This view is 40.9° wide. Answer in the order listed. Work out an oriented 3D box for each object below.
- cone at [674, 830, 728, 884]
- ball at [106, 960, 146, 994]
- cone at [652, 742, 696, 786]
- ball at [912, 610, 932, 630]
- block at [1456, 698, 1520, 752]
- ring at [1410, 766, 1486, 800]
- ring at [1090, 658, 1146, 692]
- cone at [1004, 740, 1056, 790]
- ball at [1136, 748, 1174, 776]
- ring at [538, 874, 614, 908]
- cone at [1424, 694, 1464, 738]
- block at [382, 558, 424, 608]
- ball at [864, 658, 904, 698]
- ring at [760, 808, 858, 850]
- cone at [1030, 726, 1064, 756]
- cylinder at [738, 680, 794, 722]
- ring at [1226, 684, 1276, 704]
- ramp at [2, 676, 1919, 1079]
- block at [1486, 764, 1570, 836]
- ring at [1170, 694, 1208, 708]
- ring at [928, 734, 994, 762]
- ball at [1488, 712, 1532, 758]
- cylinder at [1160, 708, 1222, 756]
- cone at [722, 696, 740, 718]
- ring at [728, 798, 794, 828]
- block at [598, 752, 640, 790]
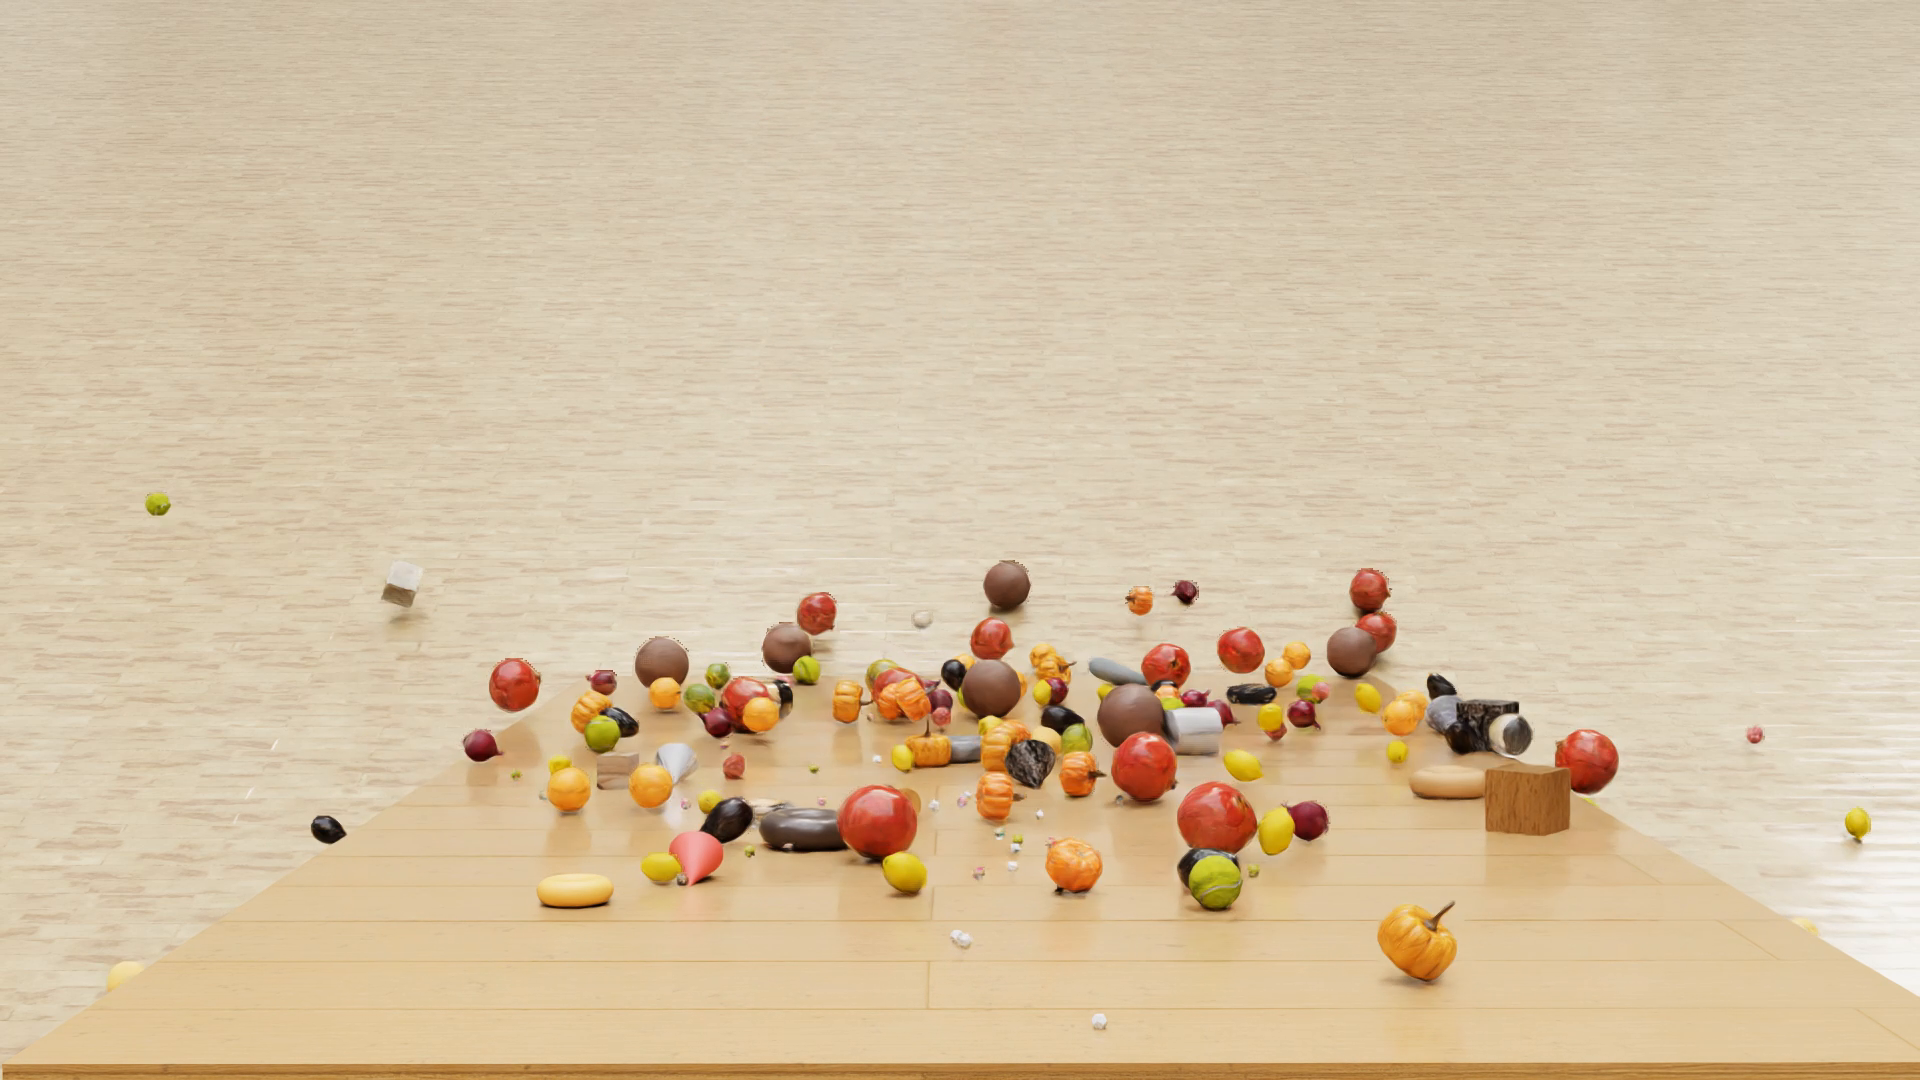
[{"bbox_3d":[-0.369,0.455,3.556,0.077,0.077,0.077,5,46,12],"label":"cone"},{"bbox_3d":[-1.720,0.914,5.322,0.087,0.087,0.087,0,23,0],"label":"ball"},{"bbox_3d":[-0.505,0.413,4.551,0.078,0.078,0.078,-2,36,-4],"label":"cone"},{"bbox_3d":[-0.102,0.219,7.002,0.053,0.053,0.053,0,23,0],"label":"ball"},{"bbox_3d":[1.032,0.362,5.031,0.092,0.092,0.092,2,3,36],"label":"block"},{"bbox_3d":[0.834,0.414,4.392,0.134,0.045,0.134,-1,3,0],"label":"ring"},{"bbox_3d":[0.357,0.306,5.836,0.139,0.046,0.139,23,-1,0],"label":"ring"},{"bbox_3d":[0.128,0.411,4.504,0.090,0.090,0.090,-2,29,-5],"label":"cone"},{"bbox_3d":[0.354,0.413,4.665,0.070,0.070,0.070,0,23,0],"label":"ball"},{"bbox_3d":[-0.508,0.463,3.399,0.101,0.034,0.101,-1,1,0],"label":"ring"},{"bbox_3d":[1.003,0.379,5.260,0.090,0.090,0.090,-1,29,-2],"label":"cone"},{"bbox_3d":[-1.531,0.120,7.069,0.084,0.084,0.084,19,50,-9],"label":"block"},{"bbox_3d":[-0.176,0.323,5.994,0.091,0.091,0.091,0,23,0],"label":"ball"},{"bbox_3d":[-0.228,0.435,3.869,0.148,0.049,0.148,1,2,0],"label":"ring"},{"bbox_3d":[0.152,0.401,4.856,0.070,0.070,0.070,10,34,22],"label":"cone"},{"bbox_3d":[-0.418,0.345,5.535,0.085,0.085,0.085,21,16,40],"label":"cylinder"},{"bbox_3d":[0.666,0.353,5.889,0.116,0.039,0.116,-1,3,0],"label":"ring"},{"bbox_3d":[0.053,0.480,4.538,2.000,0.100,4.000,0,2,0],"label":"ramp"},{"bbox_3d":[0.886,0.404,4.014,0.096,0.096,0.096,2,3,39],"label":"block"},{"bbox_3d":[0.515,0.363,5.771,0.086,0.029,0.086,0,3,0],"label":"ring"},{"bbox_3d":[0.002,0.395,4.876,0.126,0.042,0.126,-1,3,0],"label":"ring"},{"bbox_3d":[1.049,0.372,4.906,0.084,0.084,0.084,0,23,0],"label":"ball"},{"bbox_3d":[0.442,0.366,4.908,0.090,0.090,0.090,0,22,-18],"label":"cylinder"},{"bbox_3d":[-0.492,0.373,5.611,0.051,0.051,0.051,-4,30,-10],"label":"cone"},{"bbox_3d":[-0.313,0.433,4.074,0.108,0.036,0.108,-1,3,0],"label":"ring"},{"bbox_3d":[-0.598,0.403,4.505,0.057,0.057,0.057,0,2,11],"label":"block"}]
